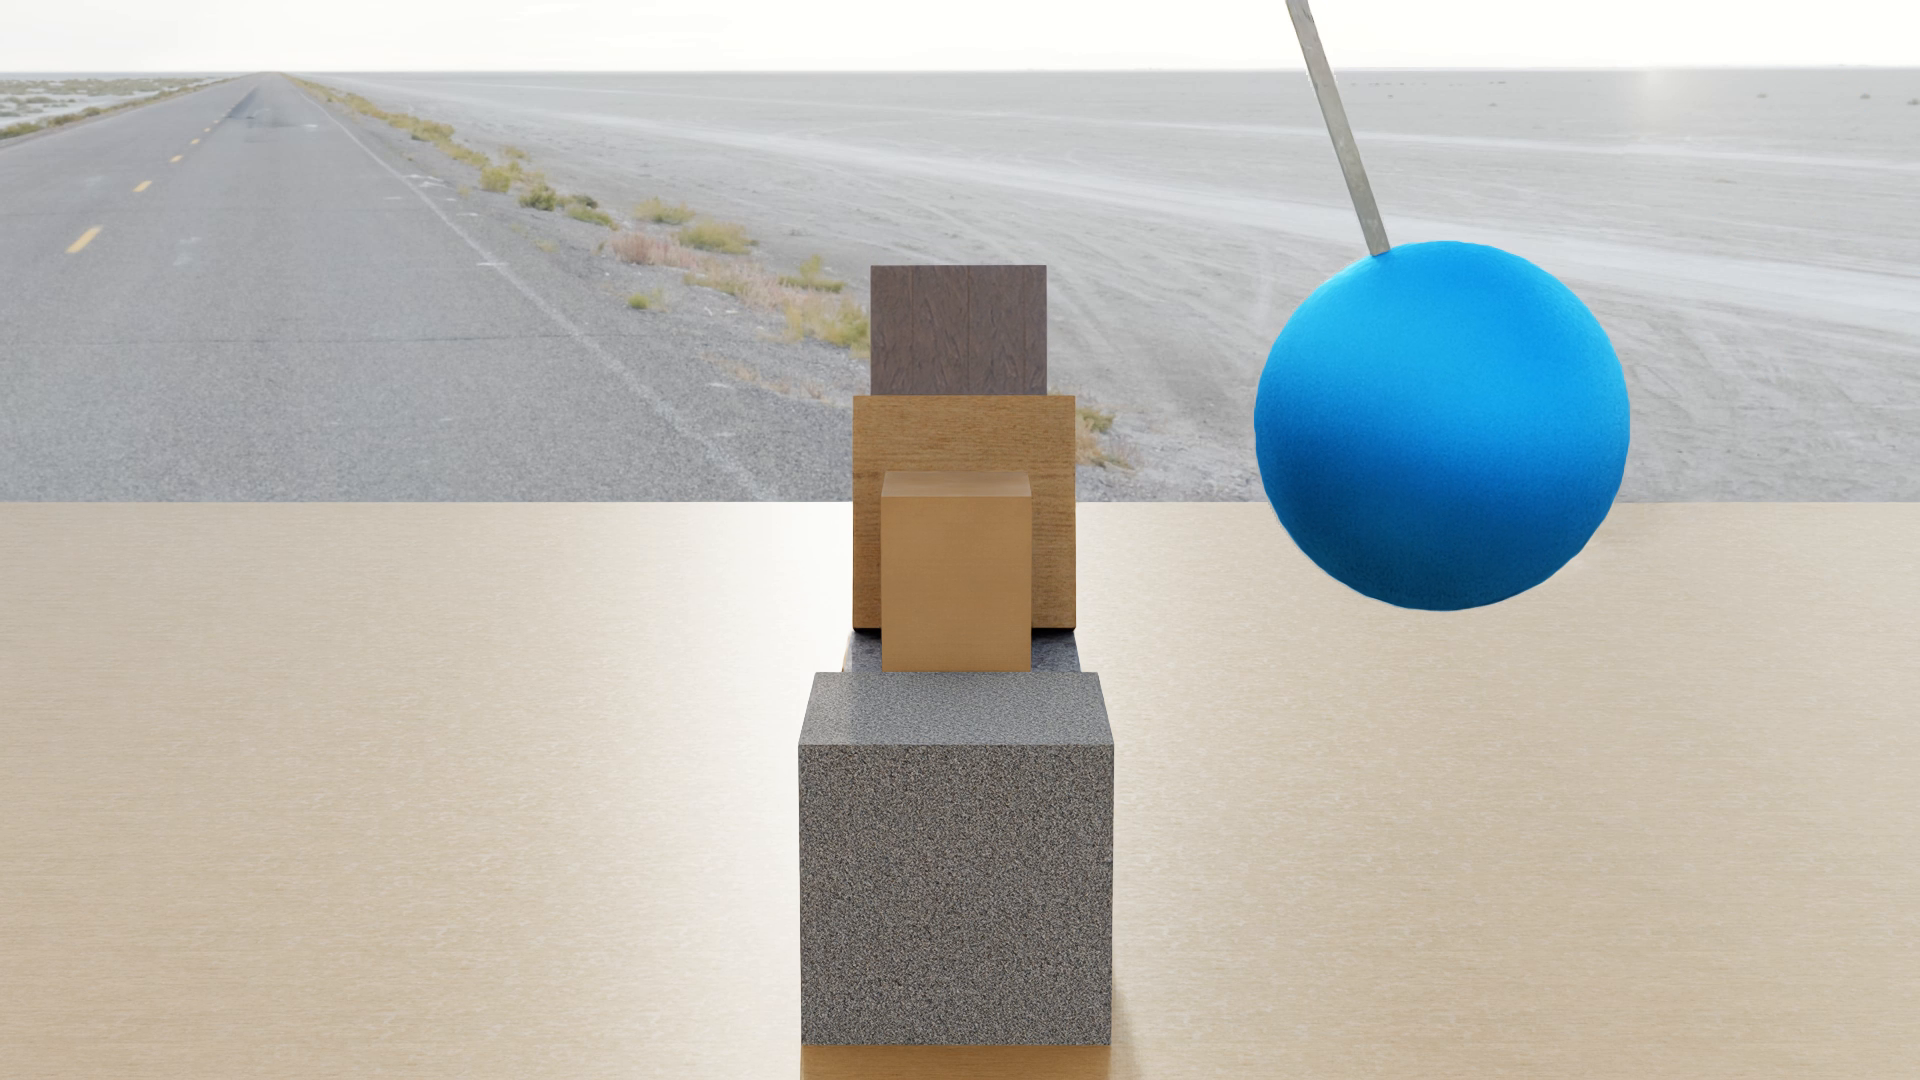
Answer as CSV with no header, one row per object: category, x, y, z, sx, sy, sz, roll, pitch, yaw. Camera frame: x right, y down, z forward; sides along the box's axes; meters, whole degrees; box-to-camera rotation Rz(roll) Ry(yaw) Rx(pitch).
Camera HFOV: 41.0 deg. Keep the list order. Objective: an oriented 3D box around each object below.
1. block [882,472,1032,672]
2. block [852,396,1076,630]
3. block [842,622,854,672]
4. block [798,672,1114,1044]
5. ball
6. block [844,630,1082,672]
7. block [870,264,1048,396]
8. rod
block,-0.015,0.138,10.749,0.608,0.759,0.673,0,10,0
block,0.018,-0.087,11.643,0.975,1.020,0.888,0,-5,0
block,-0.003,0.922,12.001,1.053,0.893,0.968,0,10,0
block,-0.014,1.190,9.853,1.136,1.134,1.137,0,10,0
ball,2.074,-0.490,11.091,1.600,1.600,1.600,0,10,0
block,0.012,1.024,10.964,0.987,1.062,1.090,0,10,0
block,0.003,-0.896,11.866,0.794,0.632,0.660,0,-5,1
rod,0.899,-3.629,10.520,0.080,5.200,0.080,-20,10,4
